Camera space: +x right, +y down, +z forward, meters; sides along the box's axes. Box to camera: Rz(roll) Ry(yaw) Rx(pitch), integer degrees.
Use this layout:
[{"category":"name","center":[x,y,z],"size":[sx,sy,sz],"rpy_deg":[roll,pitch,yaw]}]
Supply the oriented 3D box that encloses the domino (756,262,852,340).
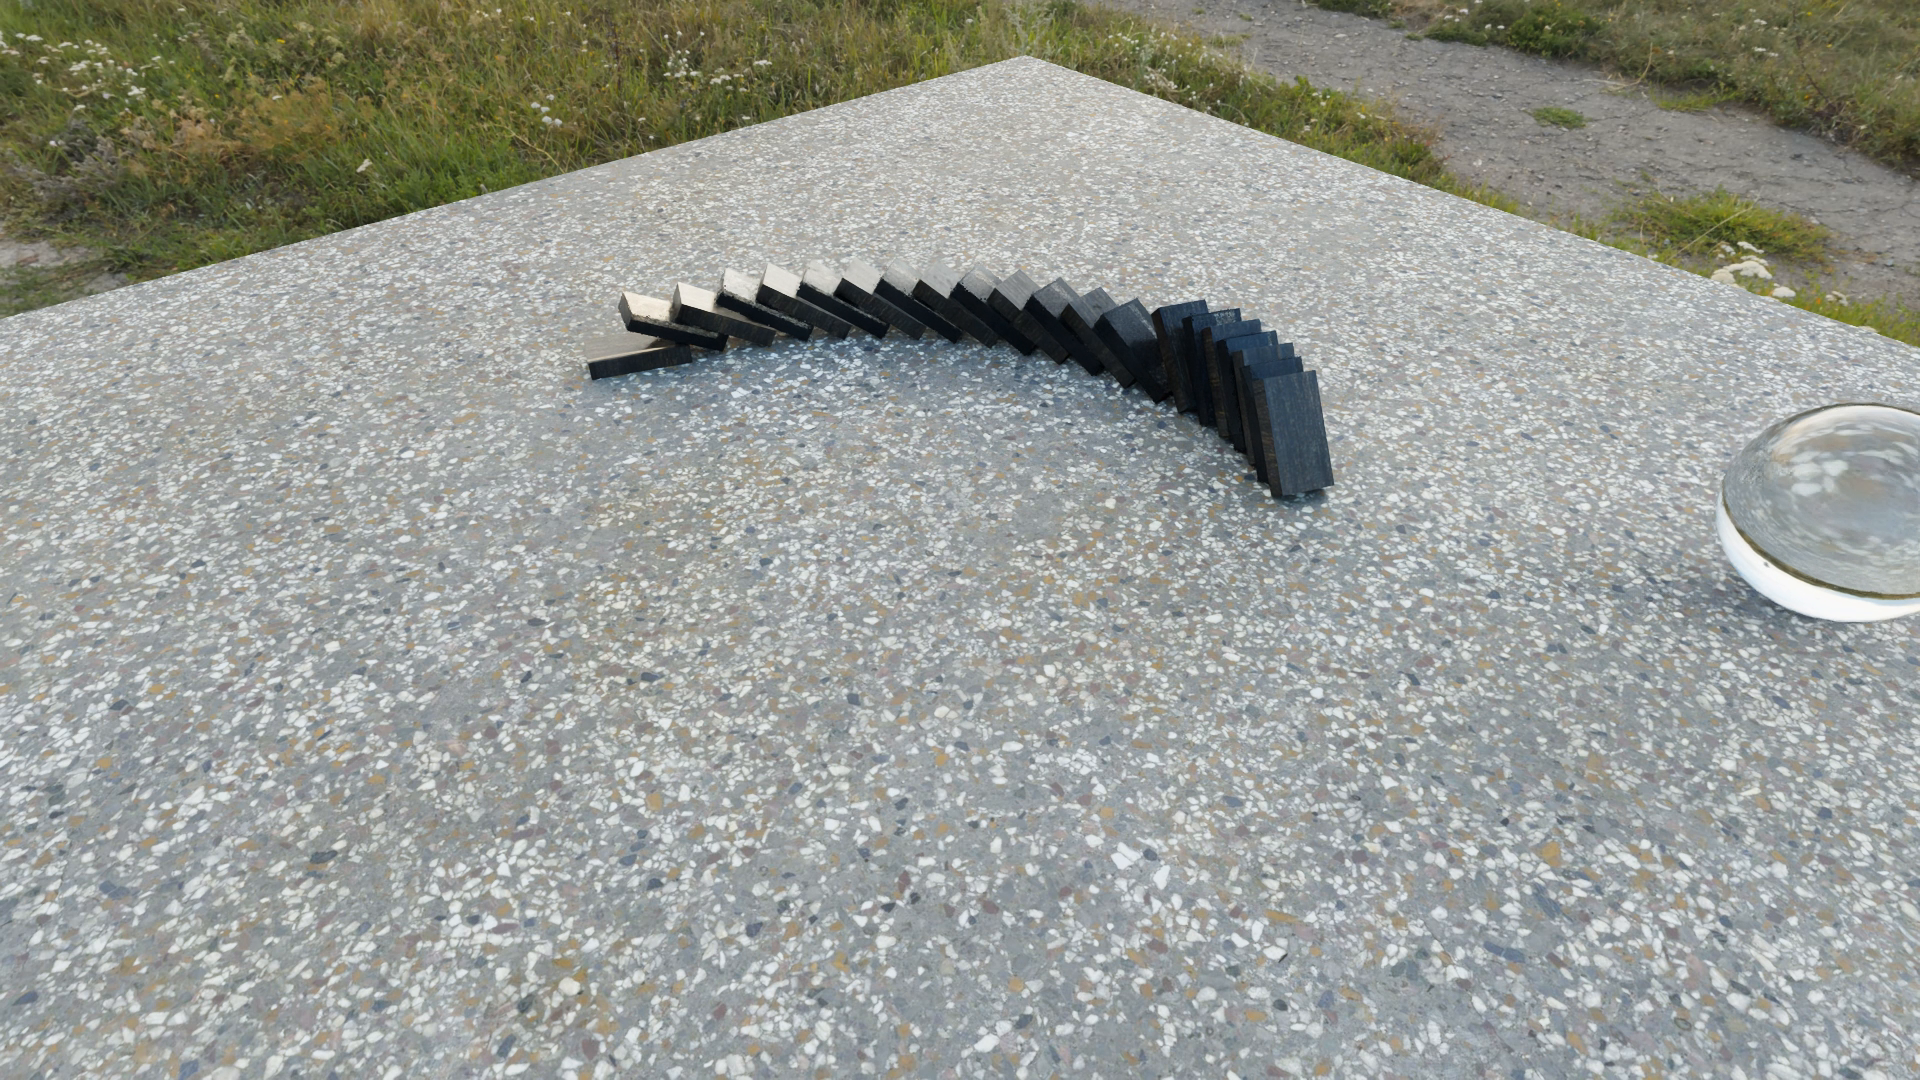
[{"category":"domino","center":[-0.081,-0.126,0.579],"size":[0.050,0.010,0.025],"rpy_deg":[22,35,-19]}]

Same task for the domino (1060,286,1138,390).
[{"category":"domino","center":[0.076,-0.101,0.548],"size":[0.025,0.010,0.050],"rpy_deg":[-33,79,-33]}]

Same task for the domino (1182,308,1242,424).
[{"category":"domino","center":[0.121,-0.081,0.514],"size":[0.025,0.050,0.009],"rpy_deg":[-11,3,-13]}]

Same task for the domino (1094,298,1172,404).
[{"category":"domino","center":[0.091,-0.093,0.538],"size":[0.025,0.009,0.050],"rpy_deg":[-29,77,-31]}]

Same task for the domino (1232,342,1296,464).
[{"category":"domino","center":[0.138,-0.061,0.489],"size":[0.025,0.050,0.009],"rpy_deg":[-10,3,-13]}]

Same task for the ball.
[{"category":"ball","center":[0.323,-0.010,0.400],"size":[0.080,0.080,0.080],"rpy_deg":[0,39,0]}]

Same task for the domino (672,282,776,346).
[{"category":"domino","center":[-0.122,-0.117,0.569],"size":[0.050,0.009,0.025],"rpy_deg":[12,33,-28]}]

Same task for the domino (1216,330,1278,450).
[{"category":"domino","center":[0.134,-0.068,0.497],"size":[0.025,0.050,0.009],"rpy_deg":[-11,3,-13]}]

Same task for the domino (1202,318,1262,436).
[{"category":"domino","center":[0.129,-0.075,0.506],"size":[0.025,0.050,0.009],"rpy_deg":[-11,3,-13]}]

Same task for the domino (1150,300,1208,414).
[{"category":"domino","center":[0.111,-0.088,0.525],"size":[0.025,0.010,0.050],"rpy_deg":[-13,84,-16]}]

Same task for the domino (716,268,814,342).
[{"category":"domino","center":[-0.101,-0.123,0.575],"size":[0.050,0.010,0.025],"rpy_deg":[20,33,-22]}]

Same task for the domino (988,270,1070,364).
[{"category":"domino","center":[0.041,-0.115,0.565],"size":[0.050,0.009,0.025],"rpy_deg":[42,49,3]}]

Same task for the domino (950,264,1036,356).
[{"category":"domino","center":[0.022,-0.120,0.572],"size":[0.050,0.009,0.025],"rpy_deg":[39,46,0]}]

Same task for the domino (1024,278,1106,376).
[{"category":"domino","center":[0.059,-0.109,0.557],"size":[0.050,0.009,0.025],"rpy_deg":[46,52,6]}]

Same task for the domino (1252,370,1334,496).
[{"category":"domino","center":[0.143,-0.046,0.471],"size":[0.025,0.050,0.009],"rpy_deg":[-11,3,-13]}]

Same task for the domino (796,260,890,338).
[{"category":"domino","center":[-0.060,-0.127,0.581],"size":[0.050,0.010,0.025],"rpy_deg":[25,37,-15]}]

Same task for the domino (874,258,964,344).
[{"category":"domino","center":[-0.018,-0.126,0.579],"size":[0.050,0.010,0.025],"rpy_deg":[32,41,-8]}]

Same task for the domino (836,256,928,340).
[{"category":"domino","center":[-0.039,-0.128,0.581],"size":[0.050,0.009,0.025],"rpy_deg":[29,39,-11]}]

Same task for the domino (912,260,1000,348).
[{"category":"domino","center":[0.002,-0.124,0.576],"size":[0.050,0.009,0.025],"rpy_deg":[35,44,-4]}]

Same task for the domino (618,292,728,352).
[{"category":"domino","center":[-0.146,-0.111,0.560],"size":[0.050,0.010,0.025],"rpy_deg":[8,33,-34]}]

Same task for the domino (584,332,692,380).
[{"category":"domino","center":[-0.164,-0.096,0.561],"size":[0.050,0.010,0.025],"rpy_deg":[-13,41,-16]}]

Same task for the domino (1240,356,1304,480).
[{"category":"domino","center":[0.139,-0.053,0.480],"size":[0.025,0.050,0.010],"rpy_deg":[-11,3,-13]}]
